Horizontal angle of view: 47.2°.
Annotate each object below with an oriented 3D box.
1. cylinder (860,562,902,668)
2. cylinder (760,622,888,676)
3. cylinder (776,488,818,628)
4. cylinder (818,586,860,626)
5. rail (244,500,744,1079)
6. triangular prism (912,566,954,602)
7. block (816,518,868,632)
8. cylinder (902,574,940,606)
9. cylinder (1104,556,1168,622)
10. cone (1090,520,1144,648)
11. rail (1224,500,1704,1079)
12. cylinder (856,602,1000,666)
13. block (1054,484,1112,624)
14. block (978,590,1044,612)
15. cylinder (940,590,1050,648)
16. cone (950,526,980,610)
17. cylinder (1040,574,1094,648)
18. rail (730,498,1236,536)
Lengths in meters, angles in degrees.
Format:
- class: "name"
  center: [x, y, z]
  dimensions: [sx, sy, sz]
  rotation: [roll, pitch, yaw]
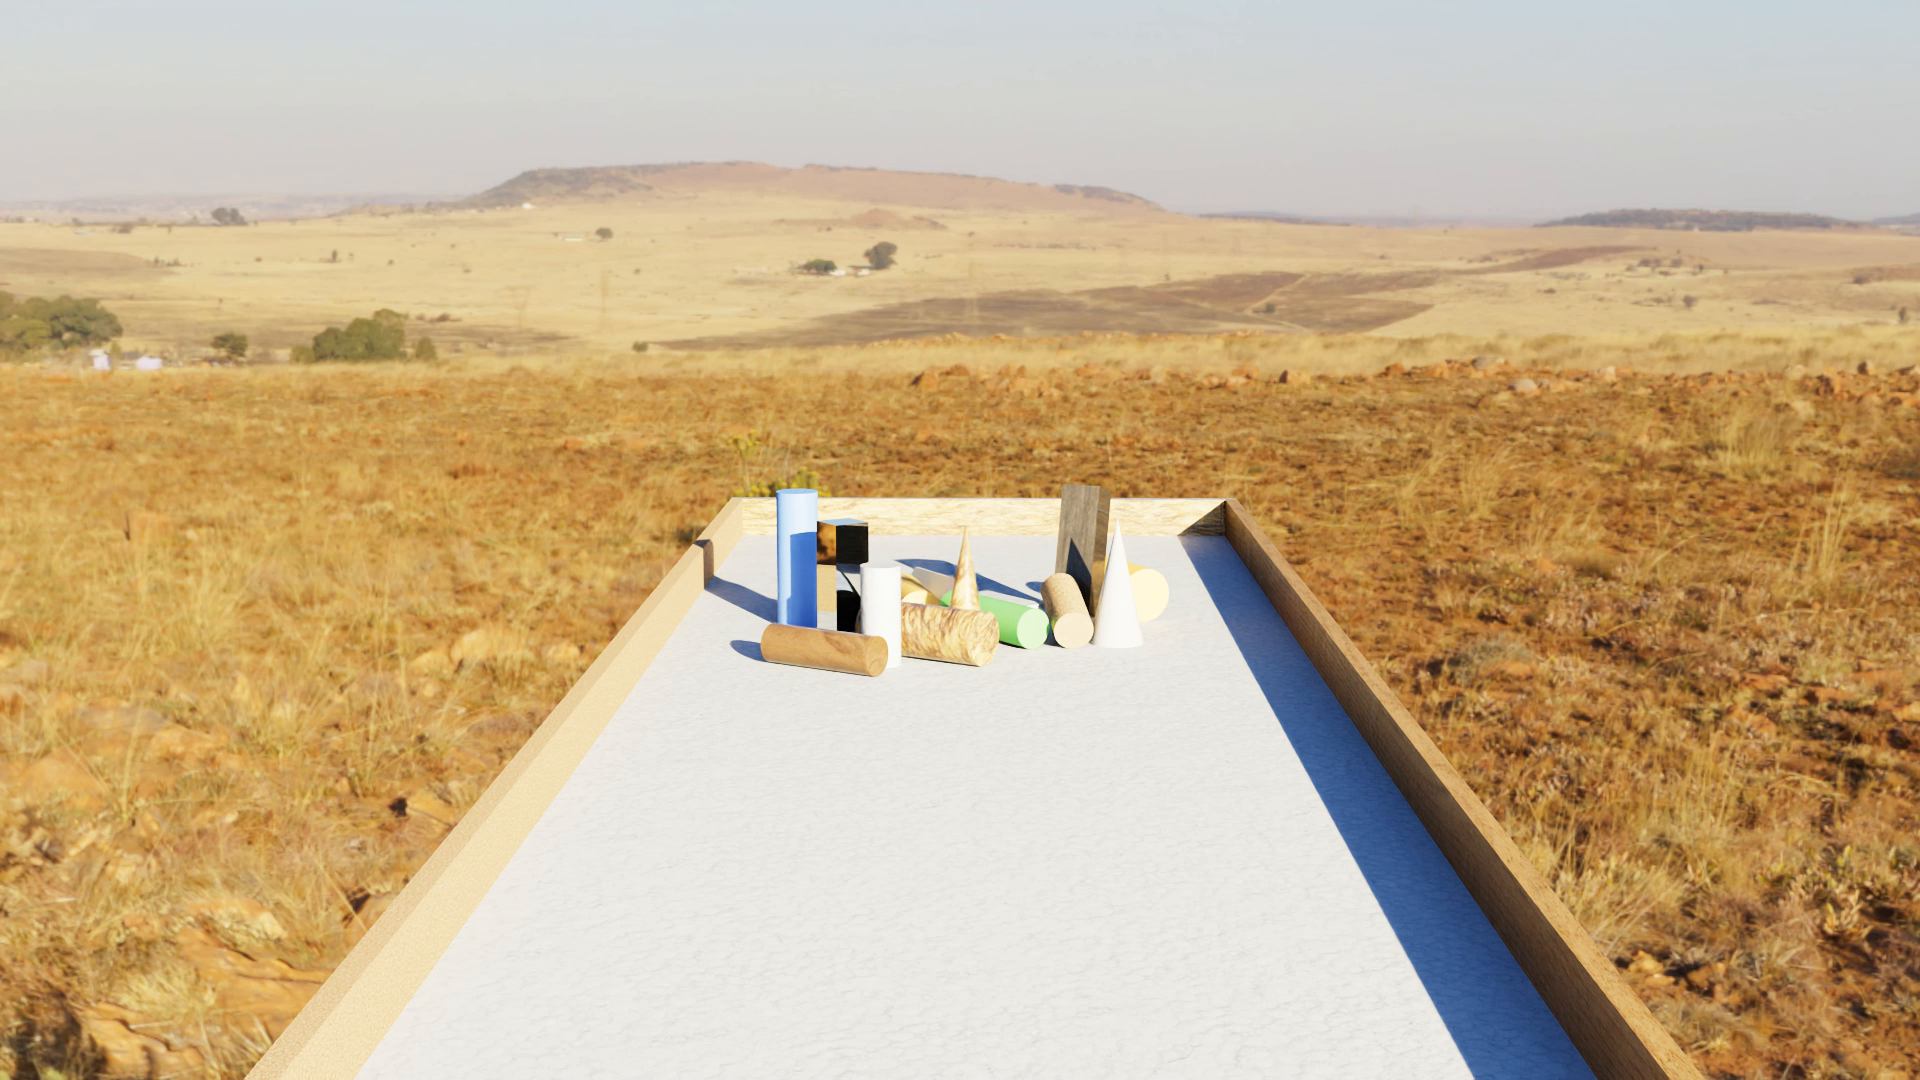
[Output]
- class: "cylinder"
  center: [-0.238, 0.225, 6.619]
  dimensions: [0.123, 0.303, 0.123]
  rotation: [0, 9, 0]
- class: "cylinder"
  center: [-0.406, 0.326, 6.567]
  dimensions: [0.383, 0.120, 0.120]
  rotation: [6, 11, 31]
- class: "cylinder"
  center: [-0.532, 0.061, 7.205]
  dimensions: [0.136, 0.445, 0.136]
  rotation: [0, 9, 0]
- class: "cylinder"
  center: [-0.446, 0.211, 7.320]
  dimensions: [0.336, 0.112, 0.112]
  rotation: [7, 12, 39]
- class: "rail"
  center: [-1.004, 0.839, 3.234]
  dimensions: [0.050, 0.150, 12.000]
  rotation: [0, 9, 1]
- class: "triangular prism"
  center: [-0.064, 0.181, 7.424]
  dimensions: [0.153, 0.132, 0.350]
  rotation: [-5, 10, -29]
- class: "block"
  center: [-0.368, 0.134, 6.920]
  dimensions: [0.119, 0.389, 0.119]
  rotation: [-6, 11, -33]
- class: "cylinder"
  center: [-0.162, 0.208, 7.240]
  dimensions: [0.143, 0.143, 0.330]
  rotation: [-2, 9, -12]
- class: "cylinder"
  center: [0.552, 0.161, 7.429]
  dimensions: [0.177, 0.177, 0.310]
  rotation: [-4, 10, -23]
- class: "cone"
  center: [0.495, 0.127, 6.932]
  dimensions: [0.174, 0.399, 0.174]
  rotation: [0, 9, 0]
- class: "rail"
  center: [1.046, 0.843, 3.208]
  dimensions: [0.050, 0.150, 12.000]
  rotation: [0, 9, 1]
- class: "cylinder"
  center: [-0.102, 0.280, 6.713]
  dimensions: [0.416, 0.167, 0.167]
  rotation: [6, 11, 32]
- class: "block"
  center: [0.399, 0.047, 7.240]
  dimensions: [0.128, 0.444, 0.128]
  rotation: [4, -4, 22]
- class: "block"
  center: [0.141, 0.241, 7.166]
  dimensions: [0.102, 0.102, 0.300]
  rotation: [-7, 11, -36]
- class: "cylinder"
  center: [0.105, 0.251, 7.021]
  dimensions: [0.128, 0.128, 0.415]
  rotation: [-7, 11, -36]
- class: "cone"
  center: [0.016, 0.137, 6.882]
  dimensions: [0.143, 0.391, 0.143]
  rotation: [1, 11, 0]
- class: "cylinder"
  center: [0.339, 0.223, 6.996]
  dimensions: [0.124, 0.124, 0.325]
  rotation: [-1, 21, -5]
- class: "rail"
  center: [0.099, -0.098, 9.147]
  dimensions: [2.100, 0.150, 0.050]
  rotation: [0, 9, 1]
